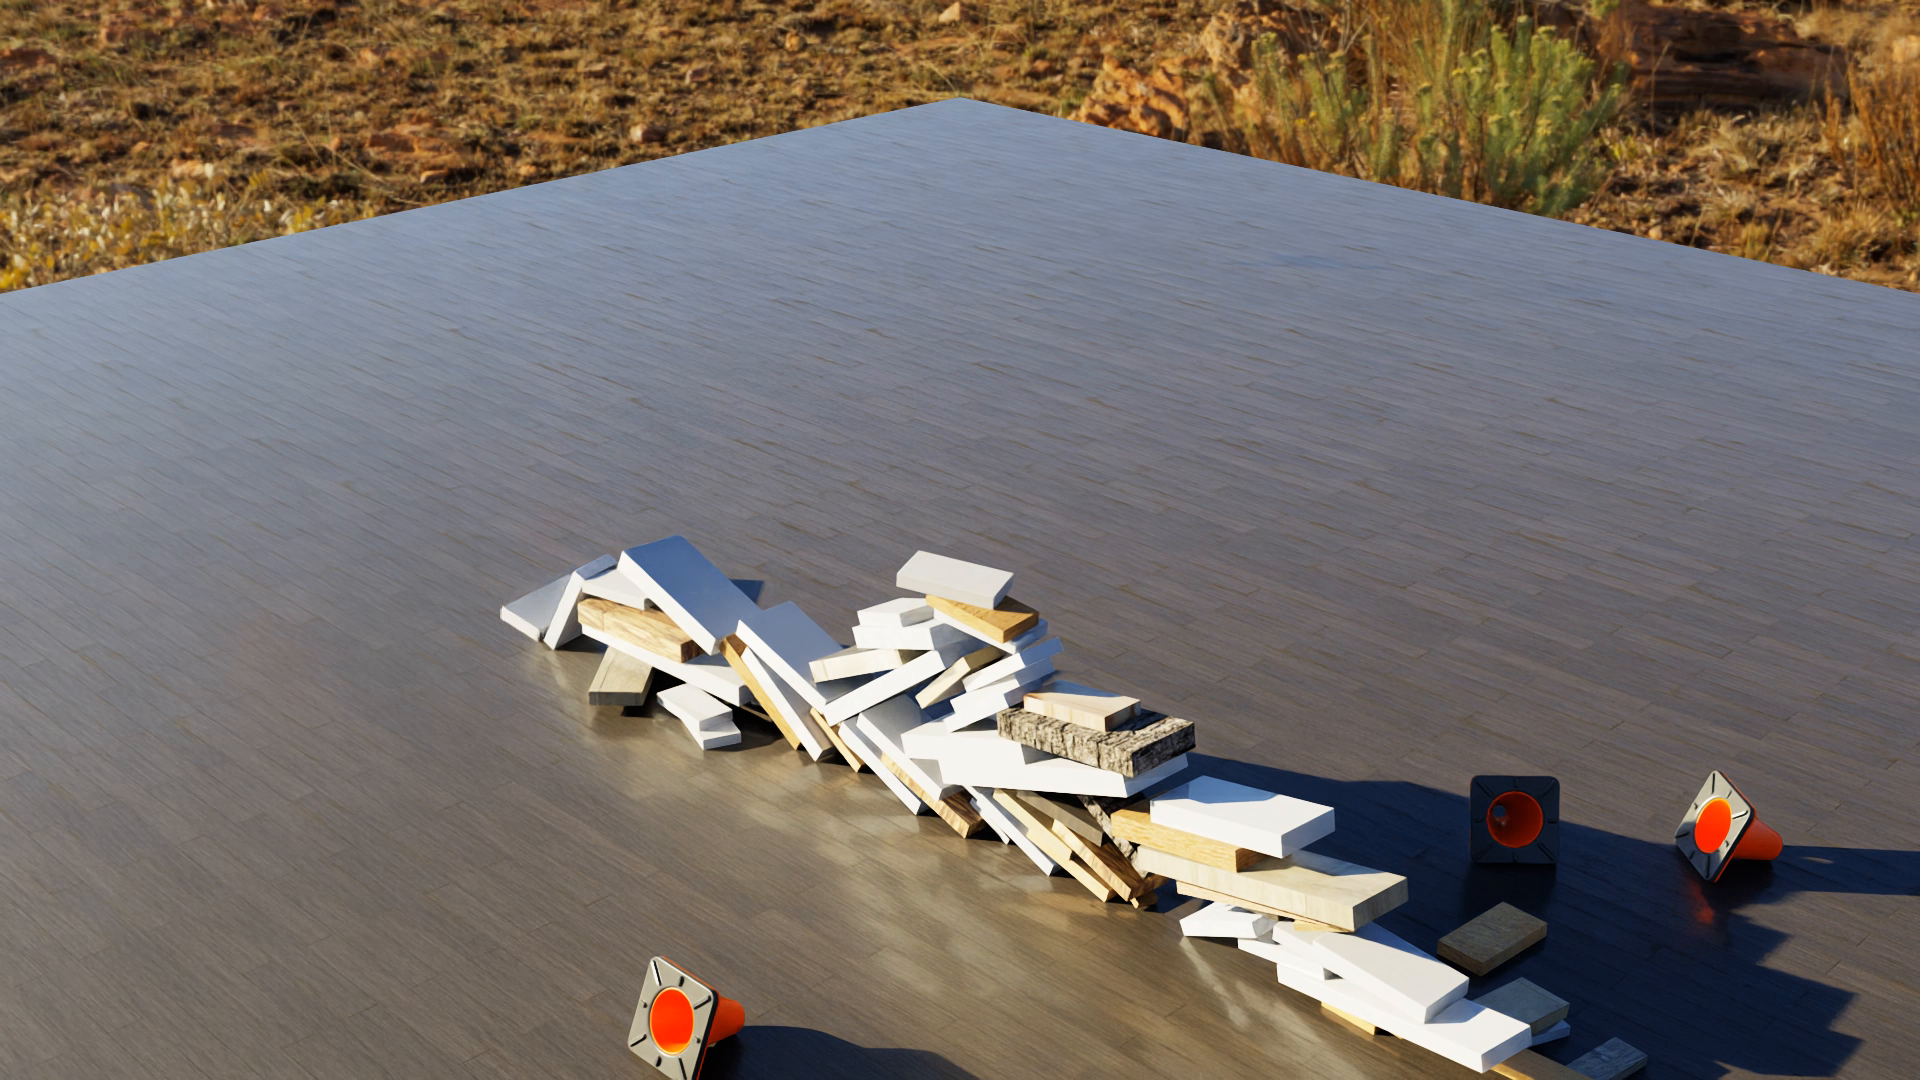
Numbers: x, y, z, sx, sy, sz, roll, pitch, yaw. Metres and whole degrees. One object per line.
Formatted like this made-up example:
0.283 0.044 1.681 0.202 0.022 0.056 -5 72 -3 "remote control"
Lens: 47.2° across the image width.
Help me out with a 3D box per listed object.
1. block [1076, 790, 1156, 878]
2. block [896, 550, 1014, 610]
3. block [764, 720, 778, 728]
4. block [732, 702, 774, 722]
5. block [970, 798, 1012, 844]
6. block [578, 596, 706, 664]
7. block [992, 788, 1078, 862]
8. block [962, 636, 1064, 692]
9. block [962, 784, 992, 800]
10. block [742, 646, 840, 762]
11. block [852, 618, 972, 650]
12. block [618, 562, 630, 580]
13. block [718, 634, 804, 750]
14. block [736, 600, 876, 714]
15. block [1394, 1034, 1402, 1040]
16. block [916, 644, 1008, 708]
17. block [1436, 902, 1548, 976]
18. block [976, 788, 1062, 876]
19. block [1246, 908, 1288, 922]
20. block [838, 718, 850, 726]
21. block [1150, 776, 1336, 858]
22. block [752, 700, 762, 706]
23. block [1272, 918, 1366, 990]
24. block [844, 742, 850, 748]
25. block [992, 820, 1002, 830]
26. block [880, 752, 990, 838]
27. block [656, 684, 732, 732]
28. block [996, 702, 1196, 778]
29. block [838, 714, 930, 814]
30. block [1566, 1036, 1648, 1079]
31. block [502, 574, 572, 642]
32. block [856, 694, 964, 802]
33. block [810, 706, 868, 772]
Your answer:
0.324 0.529 4.114 0.108 0.031 0.217 -14 51 -38 "block"
-0.009 0.077 4.243 0.202 0.029 0.101 13 32 20 "block"
-0.375 0.396 4.806 0.057 0.016 0.113 -21 31 -40 "block"
-0.440 0.369 4.829 0.113 0.016 0.057 15 27 31 "block"
0.078 0.549 4.380 0.057 0.016 0.114 -22 59 -42 "block"
-0.692 0.185 4.996 0.334 0.047 0.167 18 29 35 "block"
0.175 0.530 4.256 0.105 0.030 0.211 -20 47 -40 "block"
0.100 0.239 4.209 0.101 0.029 0.202 -20 -5 -37 "block"
0.058 0.504 4.377 0.057 0.016 0.114 -22 52 -41 "block"
-0.330 0.330 4.734 0.145 0.041 0.290 -20 63 -40 "block"
-0.072 0.175 4.393 0.153 0.043 0.305 -18 7 -31 "block"
-0.677 0.093 4.974 0.183 0.026 0.091 36 36 23 "block"
-0.381 0.309 4.784 0.145 0.041 0.290 -22 65 -41 "block"
-0.330 0.249 4.712 0.145 0.041 0.290 -21 50 -41 "block"
0.733 0.812 3.782 0.058 0.016 0.115 -18 32 -37 "block"
0.002 0.266 4.314 0.100 0.028 0.200 -20 -14 -38 "block"
0.972 0.726 4.013 0.196 0.028 0.098 -19 29 -37 "block"
0.143 0.557 4.308 0.105 0.030 0.211 -22 54 -41 "block"
0.552 0.649 3.897 0.049 0.014 0.097 -20 15 -27 "block"
-0.230 0.366 4.650 0.168 0.024 0.084 36 40 28 "block"
0.502 0.491 3.921 0.149 0.042 0.299 -18 19 -41 "block"
-0.393 0.354 4.821 0.113 0.016 0.057 14 27 18 "block"
0.656 0.703 3.812 0.203 0.029 0.102 25 35 38 "block"
-0.155 0.451 4.602 0.084 0.024 0.168 -21 49 -41 "block"
0.124 0.573 4.341 0.114 0.016 0.057 37 41 26 "block"
-0.028 0.490 4.456 0.126 0.036 0.251 -22 51 -42 "block"
-0.581 0.364 4.810 0.085 0.024 0.171 -17 29 -35 "block"
0.251 0.353 4.098 0.171 0.049 0.343 -20 22 -40 "block"
-0.122 0.449 4.535 0.126 0.036 0.251 -21 53 -41 "block"
1.078 0.877 3.670 0.133 0.019 0.067 -17 28 -34 "block"
-0.978 0.161 5.301 0.118 0.033 0.236 29 33 23 "block"
-0.080 0.420 4.468 0.126 0.036 0.251 -21 50 -41 "block"
-0.235 0.409 4.662 0.084 0.024 0.168 -22 61 -41 "block"
